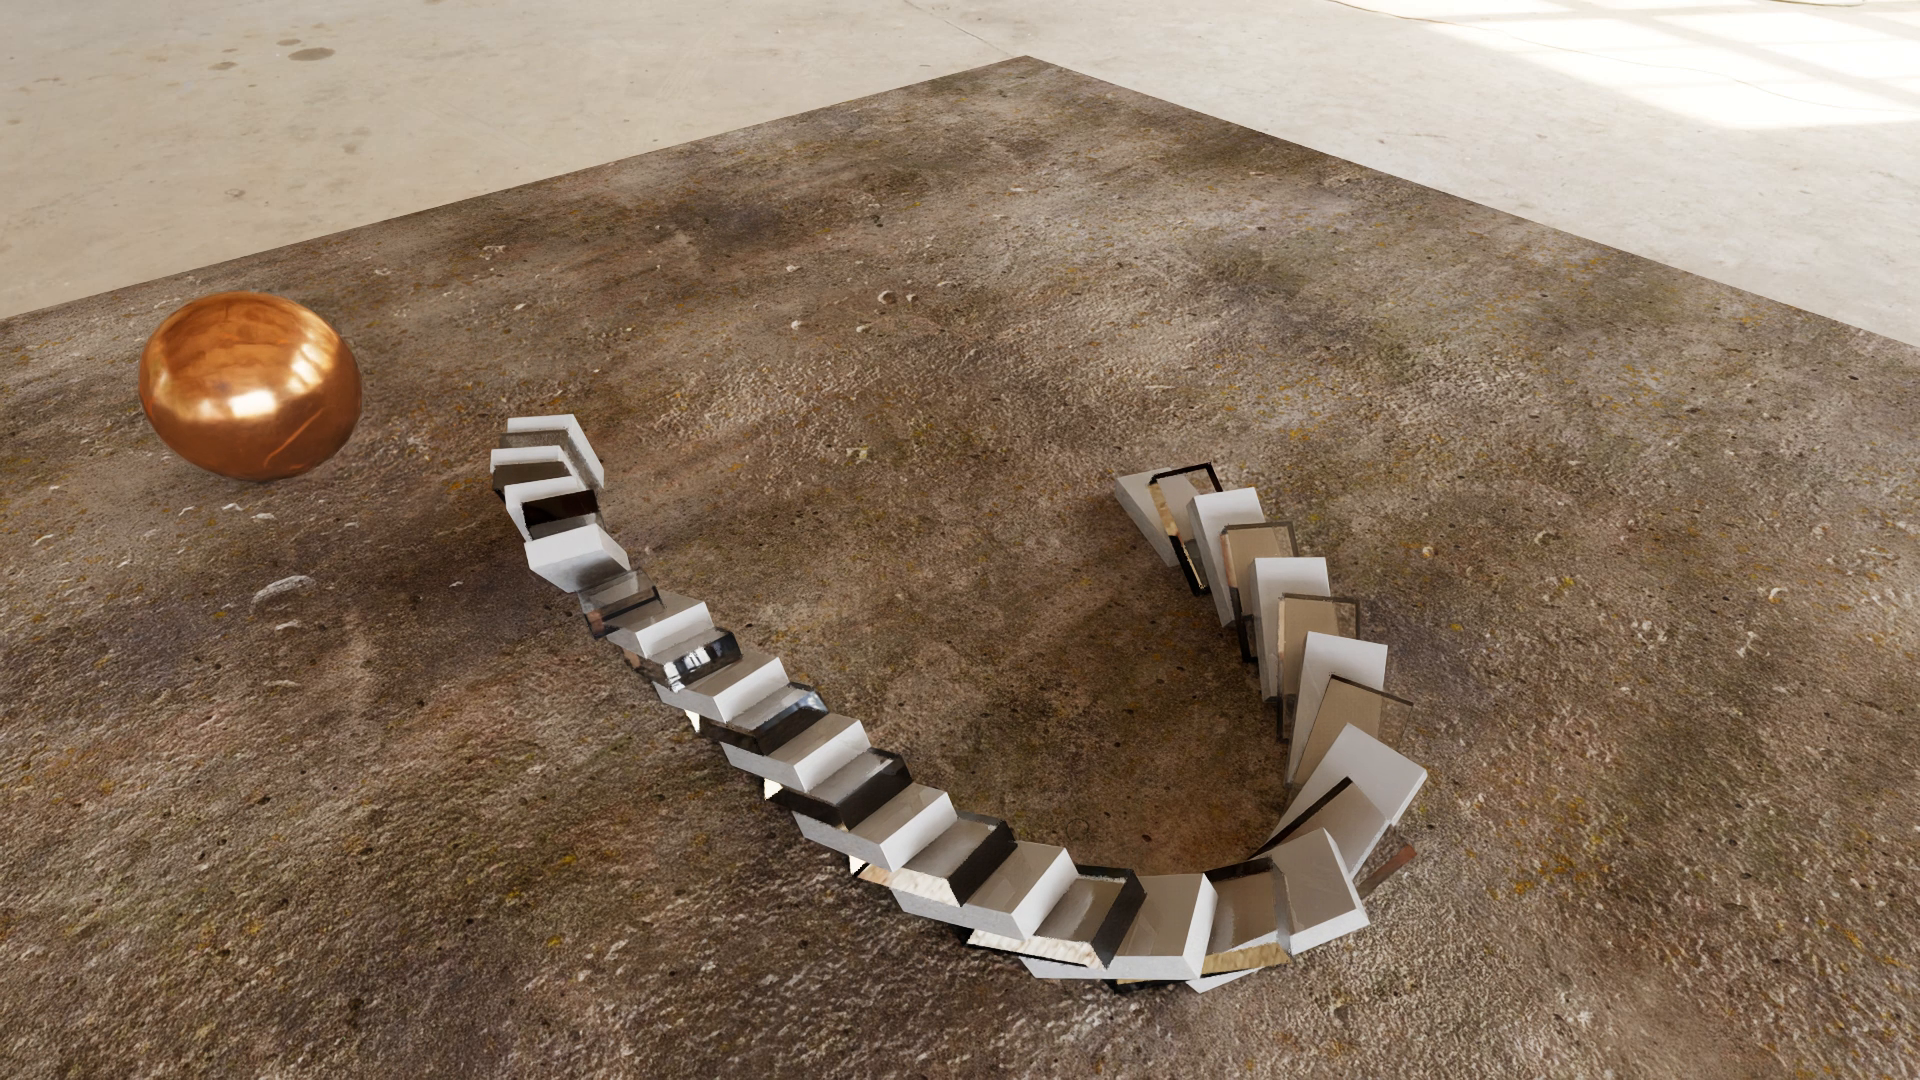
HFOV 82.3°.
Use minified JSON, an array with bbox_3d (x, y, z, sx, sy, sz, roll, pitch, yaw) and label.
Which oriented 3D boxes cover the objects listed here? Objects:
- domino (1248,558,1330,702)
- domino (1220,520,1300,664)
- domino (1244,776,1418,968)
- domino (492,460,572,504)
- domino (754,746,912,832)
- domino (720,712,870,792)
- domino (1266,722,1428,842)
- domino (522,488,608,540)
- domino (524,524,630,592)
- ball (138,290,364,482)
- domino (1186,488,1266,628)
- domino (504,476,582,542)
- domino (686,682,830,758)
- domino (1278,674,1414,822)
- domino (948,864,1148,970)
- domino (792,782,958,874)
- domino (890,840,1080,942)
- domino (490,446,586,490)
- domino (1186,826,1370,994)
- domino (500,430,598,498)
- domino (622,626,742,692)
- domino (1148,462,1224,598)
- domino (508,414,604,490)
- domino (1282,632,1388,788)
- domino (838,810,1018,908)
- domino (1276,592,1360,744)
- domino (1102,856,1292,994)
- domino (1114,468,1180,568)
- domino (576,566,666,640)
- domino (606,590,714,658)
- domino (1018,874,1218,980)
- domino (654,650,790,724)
[{"bbox_3d":[0.117,0.031,0.387,0.025,0.010,0.050,0,69,0],"label":"domino"},{"bbox_3d":[0.113,0.019,0.402,0.025,0.010,0.050,-4,70,-5],"label":"domino"},{"bbox_3d":[0.099,0.093,0.308,0.050,0.010,0.025,-42,45,7],"label":"domino"},{"bbox_3d":[-0.161,-0.015,0.431,0.025,0.050,0.010,-4,68,-5],"label":"domino"},{"bbox_3d":[-0.039,0.073,0.336,0.025,0.009,0.050,-32,18,-33],"label":"domino"},{"bbox_3d":[-0.053,0.064,0.346,0.025,0.009,0.050,-32,19,-33],"label":"domino"},{"bbox_3d":[0.111,0.082,0.322,0.025,0.010,0.050,33,84,33],"label":"domino"},{"bbox_3d":[-0.147,-0.002,0.415,0.025,0.050,0.010,-13,69,-15],"label":"domino"},{"bbox_3d":[-0.139,0.007,0.404,0.025,0.050,0.009,-16,80,-8],"label":"domino"},{"bbox_3d":[-0.299,-0.065,0.467,0.080,0.080,0.080,0,39,0],"label":"ball"},{"bbox_3d":[0.106,0.006,0.417,0.025,0.010,0.050,-9,71,-11],"label":"domino"},{"bbox_3d":[-0.155,-0.008,0.422,0.025,0.050,0.009,-10,69,-11],"label":"domino"},{"bbox_3d":[-0.067,0.056,0.357,0.025,0.009,0.050,-32,19,-33],"label":"domino"},{"bbox_3d":[0.118,0.070,0.338,0.025,0.010,0.050,19,76,22],"label":"domino"},{"bbox_3d":[0.023,0.101,0.300,0.050,0.010,0.025,-11,27,43],"label":"domino"},{"bbox_3d":[-0.026,0.081,0.325,0.025,0.009,0.050,-32,18,-33],"label":"domino"},{"bbox_3d":[0.006,0.095,0.307,0.050,0.009,0.025,-8,25,47],"label":"domino"},{"bbox_3d":[-0.166,-0.021,0.439,0.025,0.050,0.010,-4,68,-5],"label":"domino"},{"bbox_3d":[0.082,0.101,0.299,0.050,0.009,0.025,-31,36,18],"label":"domino"},{"bbox_3d":[-0.166,-0.028,0.447,0.025,0.050,0.009,-4,68,-5],"label":"domino"},{"bbox_3d":[-0.096,0.038,0.378,0.025,0.010,0.050,-26,16,-28],"label":"domino"},{"bbox_3d":[0.095,-0.005,0.432,0.025,0.010,0.050,-13,68,-15],"label":"domino"},{"bbox_3d":[-0.167,-0.035,0.456,0.025,0.050,0.009,-4,68,-5],"label":"domino"},{"bbox_3d":[0.121,0.057,0.354,0.025,0.010,0.050,10,72,12],"label":"domino"},{"bbox_3d":[-0.010,0.089,0.316,0.050,0.010,0.025,-5,25,49],"label":"domino"},{"bbox_3d":[0.121,0.044,0.371,0.025,0.010,0.050,5,70,6],"label":"domino"},{"bbox_3d":[0.062,0.104,0.296,0.050,0.010,0.025,-23,32,27],"label":"domino"},{"bbox_3d":[0.087,-0.010,0.456,0.025,0.010,0.050,-13,41,-15],"label":"domino"},{"bbox_3d":[-0.123,0.022,0.396,0.025,0.009,0.050,-23,15,-18],"label":"domino"},{"bbox_3d":[-0.108,0.029,0.389,0.025,0.009,0.050,-26,16,-28],"label":"domino"},{"bbox_3d":[0.042,0.104,0.296,0.050,0.009,0.025,-16,28,36],"label":"domino"},{"bbox_3d":[-0.081,0.047,0.368,0.025,0.009,0.050,-32,19,-33],"label":"domino"}]
